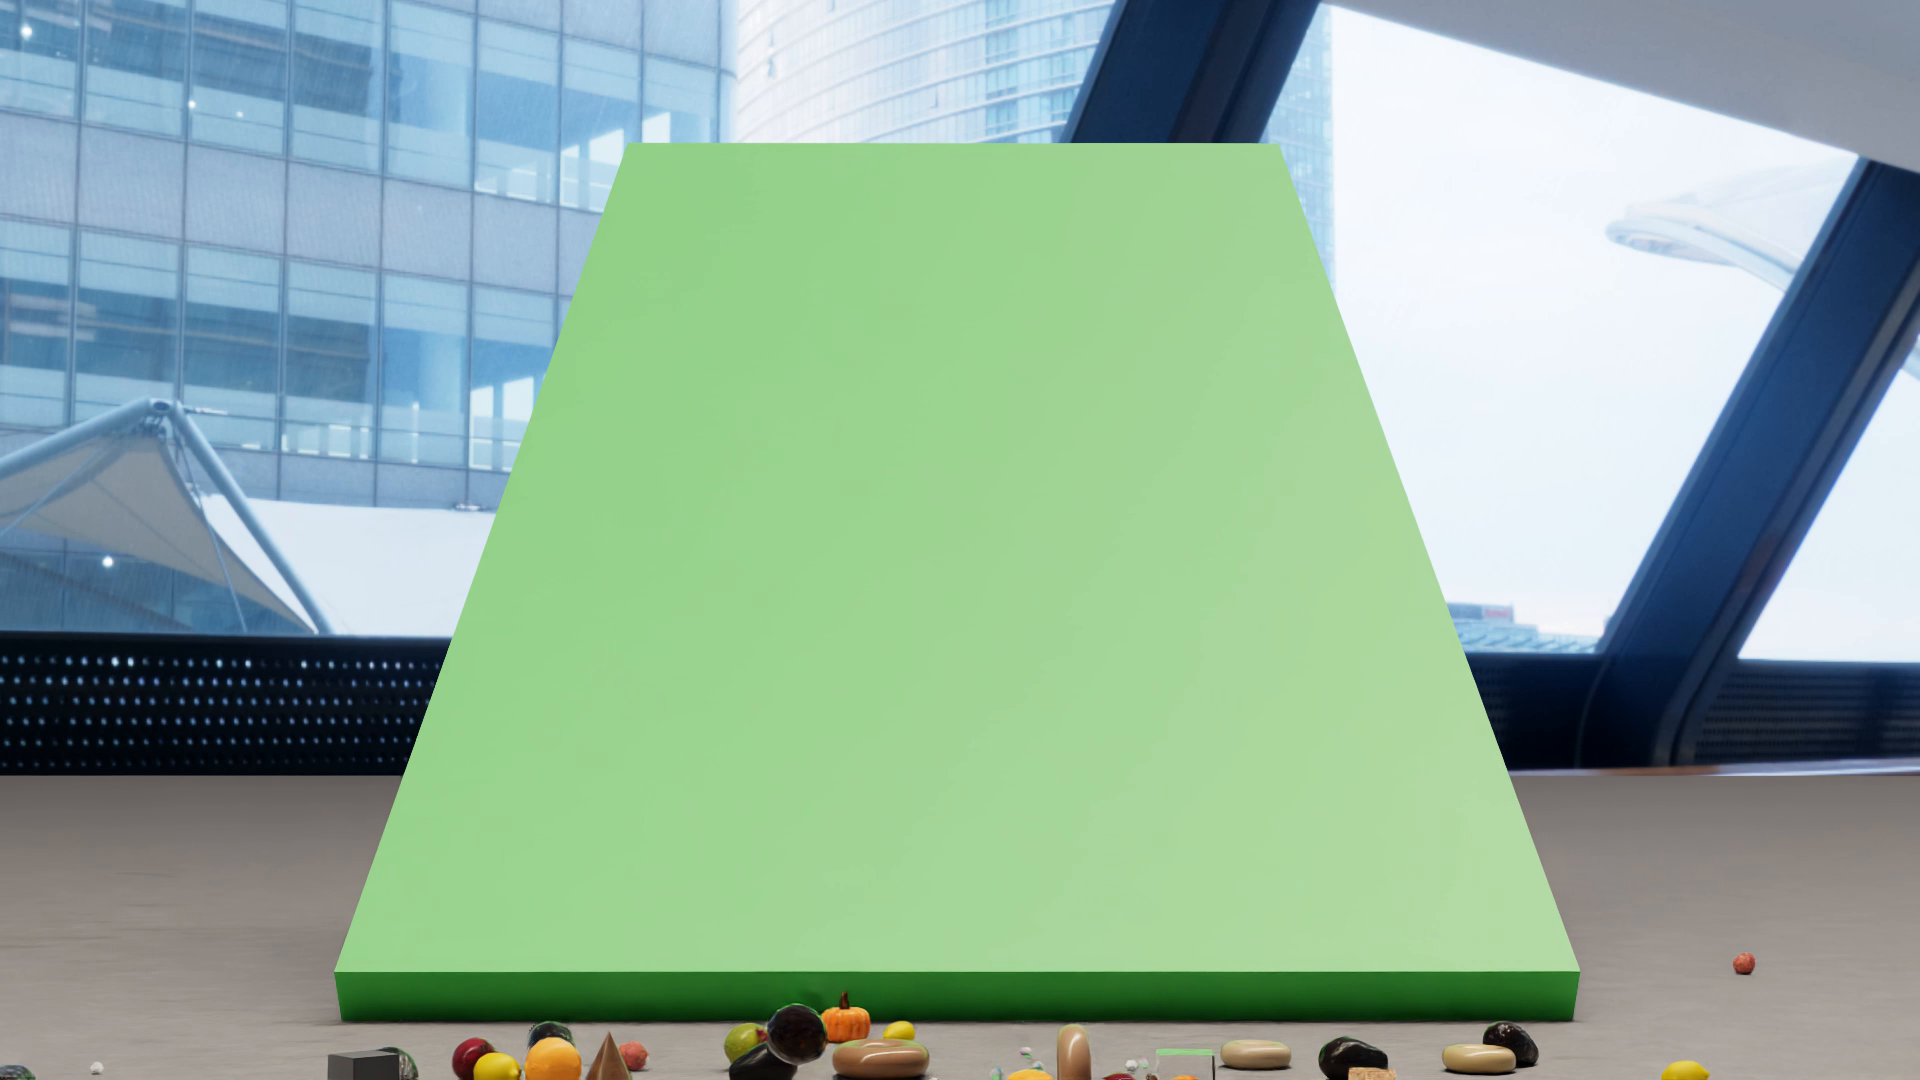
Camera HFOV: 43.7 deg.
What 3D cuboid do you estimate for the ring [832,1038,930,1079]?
[{"bbox_3d":[-0.105,0.691,3.184,0.131,0.044,0.131,0,-4,0],"label":"ring"}]

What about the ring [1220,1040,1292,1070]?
[{"bbox_3d":[0.406,0.707,3.286,0.098,0.033,0.098,1,-5,0],"label":"ring"}]

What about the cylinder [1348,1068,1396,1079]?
[{"bbox_3d":[0.486,0.651,2.821,0.055,0.055,0.055,-1,-6,9],"label":"cylinder"}]

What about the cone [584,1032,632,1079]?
[{"bbox_3d":[-0.450,0.665,3.067,0.072,0.072,0.072,0,-5,0],"label":"cone"}]

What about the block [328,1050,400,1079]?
[{"bbox_3d":[-0.725,0.655,2.907,0.062,0.062,0.062,5,-8,-43],"label":"block"}]

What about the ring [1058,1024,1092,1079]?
[{"bbox_3d":[0.134,0.624,2.815,0.036,0.109,0.109,-2,-5,0],"label":"ring"}]

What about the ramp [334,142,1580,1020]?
[{"bbox_3d":[-0.012,-0.220,5.623,2.000,0.100,4.000,0,29,0],"label":"ramp"}]

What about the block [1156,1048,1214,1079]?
[{"bbox_3d":[0.271,0.651,2.884,0.067,0.067,0.067,0,-5,2],"label":"block"}]

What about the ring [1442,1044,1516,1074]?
[{"bbox_3d":[0.701,0.701,3.236,0.099,0.033,0.099,1,-6,0],"label":"ring"}]
